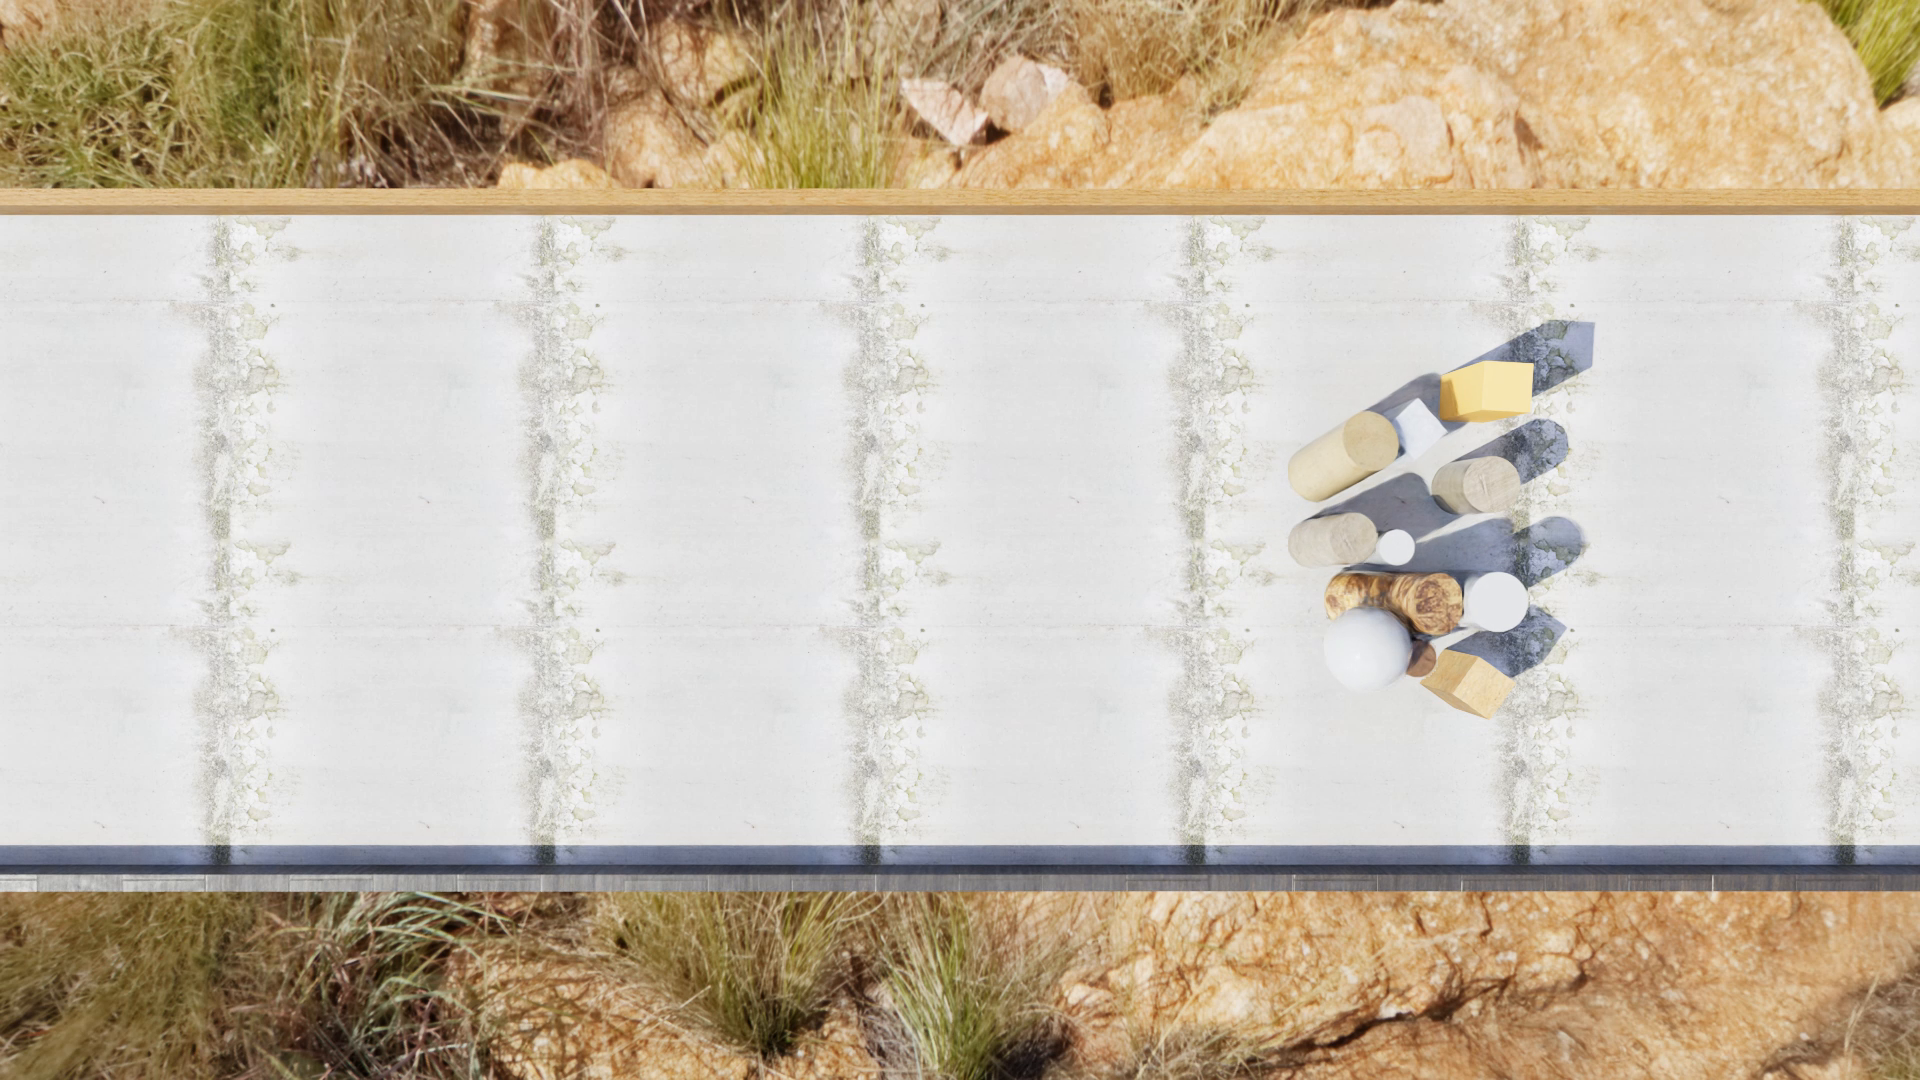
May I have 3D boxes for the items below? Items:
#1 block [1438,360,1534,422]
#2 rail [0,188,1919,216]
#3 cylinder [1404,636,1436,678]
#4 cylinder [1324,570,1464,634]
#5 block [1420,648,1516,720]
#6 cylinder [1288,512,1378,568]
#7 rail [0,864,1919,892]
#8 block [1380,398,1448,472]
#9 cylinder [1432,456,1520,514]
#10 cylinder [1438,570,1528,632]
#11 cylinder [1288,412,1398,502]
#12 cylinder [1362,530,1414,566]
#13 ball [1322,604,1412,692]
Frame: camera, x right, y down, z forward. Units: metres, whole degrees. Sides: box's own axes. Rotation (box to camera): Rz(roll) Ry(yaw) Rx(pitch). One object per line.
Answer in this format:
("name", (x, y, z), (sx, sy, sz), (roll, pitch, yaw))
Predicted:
("block", (1.546, -0.433, 4.867), (0.138, 0.419, 0.138), (3, 90, 0))
("rail", (-2.247, -1.025, 5.002), (12.000, 0.150, 0.050), (0, 90, 0))
("cylinder", (1.295, 0.327, 4.912), (0.110, 0.314, 0.110), (-1, 96, -10))
("cylinder", (1.271, 0.181, 4.856), (0.175, 0.405, 0.175), (0, 90, -26))
("block", (1.505, 0.426, 4.904), (0.131, 0.344, 0.131), (36, 90, 0))
("cylinder", (1.105, 0.003, 4.910), (0.147, 0.309, 0.147), (1, 86, -12))
("rail", (-2.247, 1.025, 5.001), (12.000, 0.150, 0.050), (0, 90, 0))
("block", (1.307, -0.309, 4.917), (0.130, 0.306, 0.130), (-41, 90, -6))
("cylinder", (1.533, -0.160, 4.915), (0.165, 0.324, 0.165), (0, 90, 0))
("cylinder", (1.518, 0.176, 4.873), (0.170, 0.401, 0.170), (0, 90, -2))
("cylinder", (1.127, -0.242, 4.874), (0.175, 0.369, 0.175), (3, 76, -13))
("cylinder", (1.254, 0.021, 4.909), (0.102, 0.334, 0.102), (0, 90, -1))
("ball", (1.160, 0.309, 4.697), (0.247, 0.247, 0.247), (0, 90, 0))
